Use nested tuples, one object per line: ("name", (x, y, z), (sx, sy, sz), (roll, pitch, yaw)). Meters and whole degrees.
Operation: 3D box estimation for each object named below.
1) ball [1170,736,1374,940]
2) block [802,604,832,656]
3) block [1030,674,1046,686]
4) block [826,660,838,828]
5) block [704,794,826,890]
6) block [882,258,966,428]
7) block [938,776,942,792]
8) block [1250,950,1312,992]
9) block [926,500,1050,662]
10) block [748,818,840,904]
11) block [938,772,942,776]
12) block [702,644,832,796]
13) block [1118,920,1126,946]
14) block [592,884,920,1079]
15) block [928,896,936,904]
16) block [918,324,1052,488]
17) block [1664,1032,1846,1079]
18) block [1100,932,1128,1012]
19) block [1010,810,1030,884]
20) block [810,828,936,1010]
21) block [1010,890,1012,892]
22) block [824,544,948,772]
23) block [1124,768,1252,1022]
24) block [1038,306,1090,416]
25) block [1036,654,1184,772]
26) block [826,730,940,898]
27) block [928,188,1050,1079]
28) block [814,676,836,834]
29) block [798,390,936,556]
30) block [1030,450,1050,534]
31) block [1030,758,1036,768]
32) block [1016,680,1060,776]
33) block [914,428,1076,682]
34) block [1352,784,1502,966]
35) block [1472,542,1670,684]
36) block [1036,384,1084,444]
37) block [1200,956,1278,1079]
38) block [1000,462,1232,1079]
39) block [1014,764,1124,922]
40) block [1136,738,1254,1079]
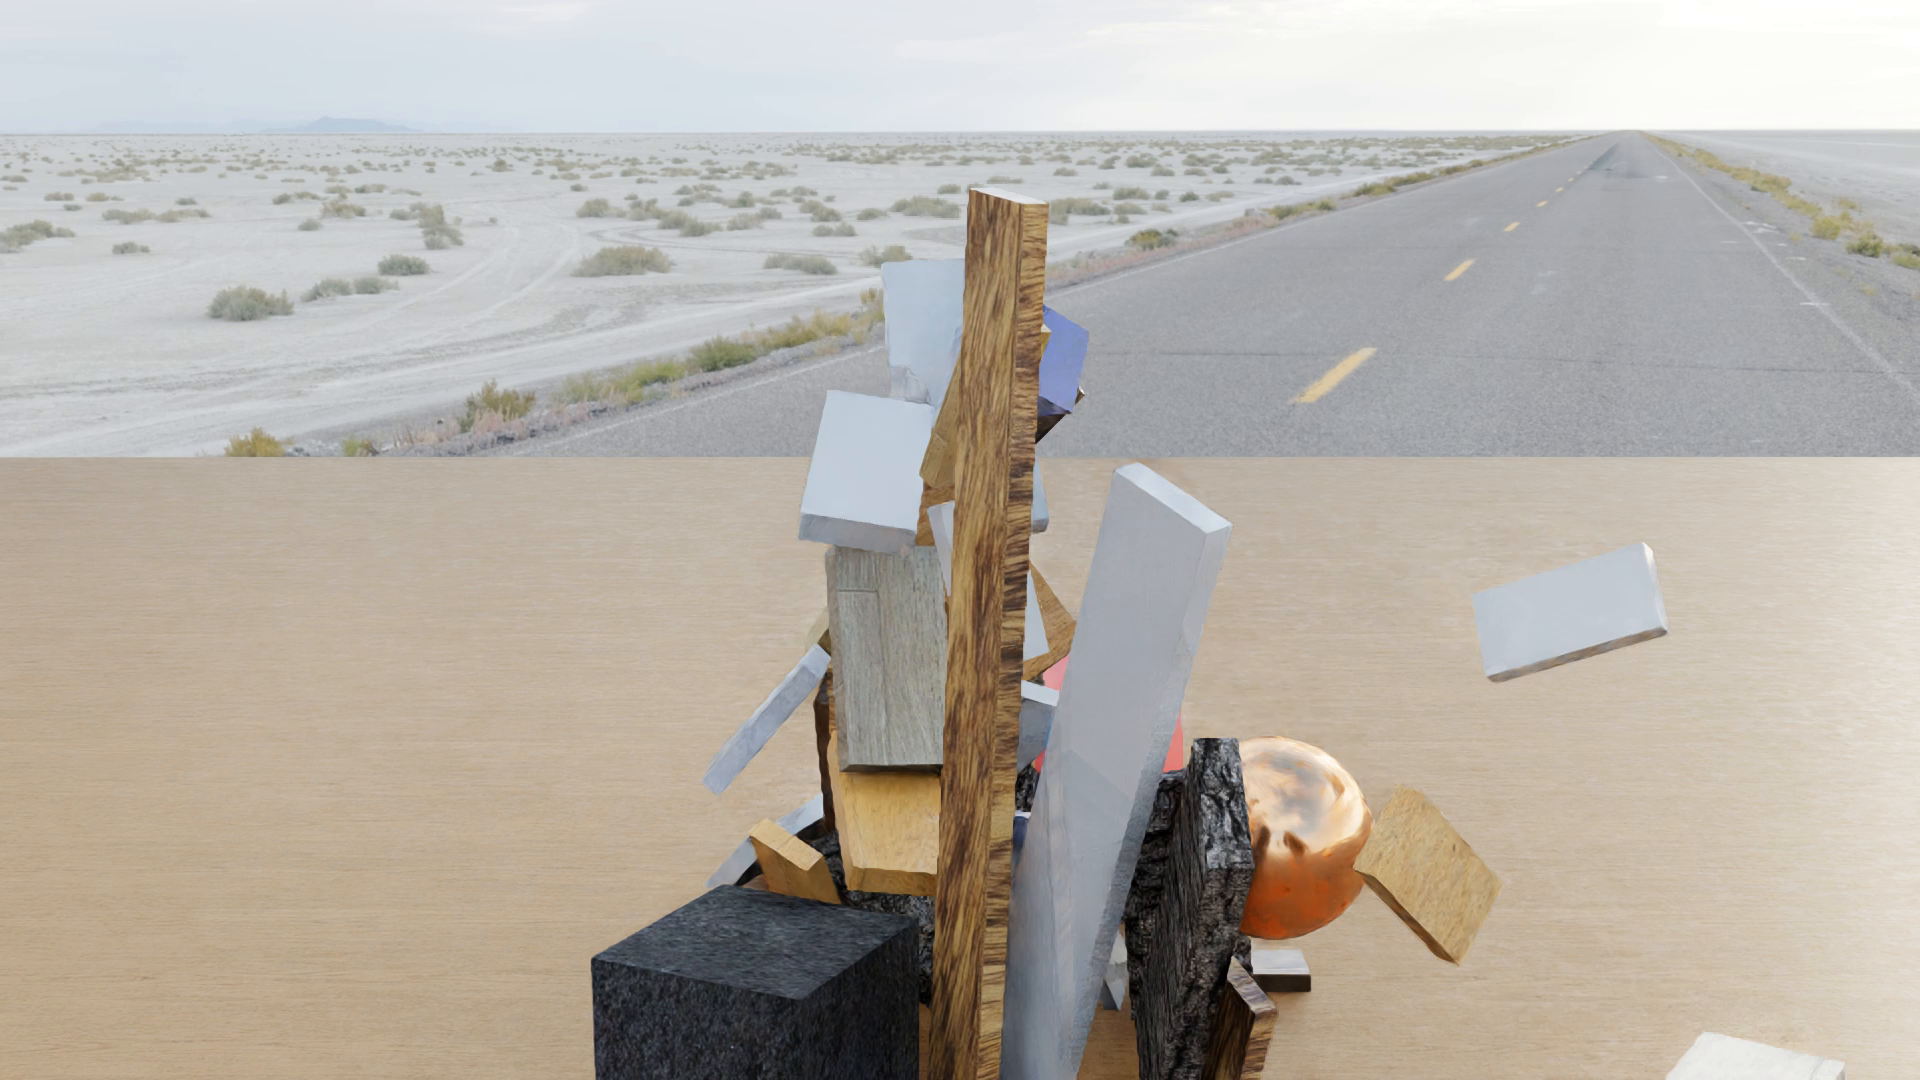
("ball", (0.422, 0.403, 2.979), (0.274, 0.274, 0.274), (0, 11, 0))
("block", (-0.122, 0.095, 3.647), (0.149, 0.299, 0.042), (17, 33, -31))
("block", (0.047, 0.125, 3.211), (0.113, 0.227, 0.032), (-11, -20, -1))
("block", (-0.163, 0.299, 3.437), (0.042, 0.299, 0.149), (3, 25, 10))
("block", (-0.212, 0.472, 3.938), (0.036, 0.127, 0.744), (47, 26, 10))
("block", (-0.019, -0.242, 3.273), (0.172, 0.345, 0.049), (-4, -2, -5))
("block", (0.021, 0.290, 3.185), (0.113, 0.227, 0.032), (10, -27, -4))
("block", (0.420, 0.646, 3.294), (0.196, 0.028, 0.098), (0, 11, 0))
("block", (0.037, 0.052, 2.826), (0.111, 0.222, 0.031), (-17, 6, -33))
("block", (-0.202, 0.467, 2.876), (0.111, 0.221, 0.031), (26, 55, 36))
("block", (-0.019, 0.160, 3.159), (0.172, 0.345, 0.049), (-12, -20, -1))
("block", (-0.304, 0.283, 3.468), (0.036, 0.255, 0.127), (41, 13, -5))
("block", (0.220, 0.552, 3.310), (0.248, 0.035, 0.124), (29, 44, -4))
("block", (-0.244, 0.624, 2.695), (0.287, 0.287, 0.287), (5, 12, 26))
("block", (-0.064, 0.489, 3.029), (0.166, 0.083, 0.023), (35, -13, 11))
("block", (0.030, -0.171, 2.754), (0.111, 0.222, 0.031), (-11, 43, -39))
("block", (0.937, 0.694, 2.653), (0.174, 0.049, 0.348), (8, 13, 33))
("block", (0.207, 0.595, 3.145), (0.023, 0.166, 0.083), (1, 50, 23))
("block", (0.066, 0.424, 3.049), (0.028, 0.098, 0.195), (25, 4, 43))
("block", (-0.094, 0.502, 2.944), (0.274, 0.039, 0.137), (42, 24, 12))
("block", (0.057, 0.611, 3.183), (0.035, 0.124, 0.276), (-26, 2, 24))
("block", (-0.093, 0.158, 2.953), (0.153, 0.305, 0.043), (2, -20, -21))
("block", (0.321, 0.505, 3.142), (0.174, 0.348, 0.049), (-7, 7, -22))
("block", (0.087, -0.256, 3.124), (0.124, 0.124, 0.124), (0, -18, 45))
("block", (0.255, 0.367, 4.105), (0.242, 0.242, 0.242), (6, 21, 28))
("block", (-0.091, 0.357, 2.883), (0.137, 0.039, 0.274), (7, 32, -14))
("block", (0.026, 0.193, 2.551), (0.031, 1.185, 0.111), (-8, 21, -31))
("block", (-0.191, 0.330, 3.515), (0.036, 0.255, 0.127), (3, 31, 11))
("block", (-0.124, -0.095, 2.997), (0.153, 0.043, 0.305), (9, 36, -2))
("block", (0.011, -0.199, 3.388), (0.172, 0.417, 0.049), (-6, -25, -11))
("block", (0.053, 0.265, 3.238), (0.113, 0.227, 0.032), (4, -27, -7))
("block", (0.071, 0.264, 3.000), (0.098, 0.195, 0.028), (18, 46, -25))
("block", (0.004, 0.027, 3.135), (0.153, 0.394, 0.043), (-32, -8, -31))
("block", (0.535, 0.384, 2.506), (0.031, 0.111, 0.221), (14, -24, 49))
("block", (0.826, 0.101, 2.985), (0.248, 0.124, 0.035), (-20, -31, 30))
("block", (0.059, -0.307, 4.122), (0.344, 0.172, 0.049), (33, 17, -37))
("block", (0.331, 0.638, 2.739), (0.031, 0.221, 0.111), (-6, 31, -25))
("block", (0.143, 0.340, 2.540), (0.039, 0.924, 0.137), (-18, 42, -39))
("block", (0.173, 0.446, 3.210), (0.028, 0.098, 0.310), (-13, -42, 40))
("block", (0.271, 0.488, 2.607), (0.049, 0.601, 0.174), (1, 47, -3))
